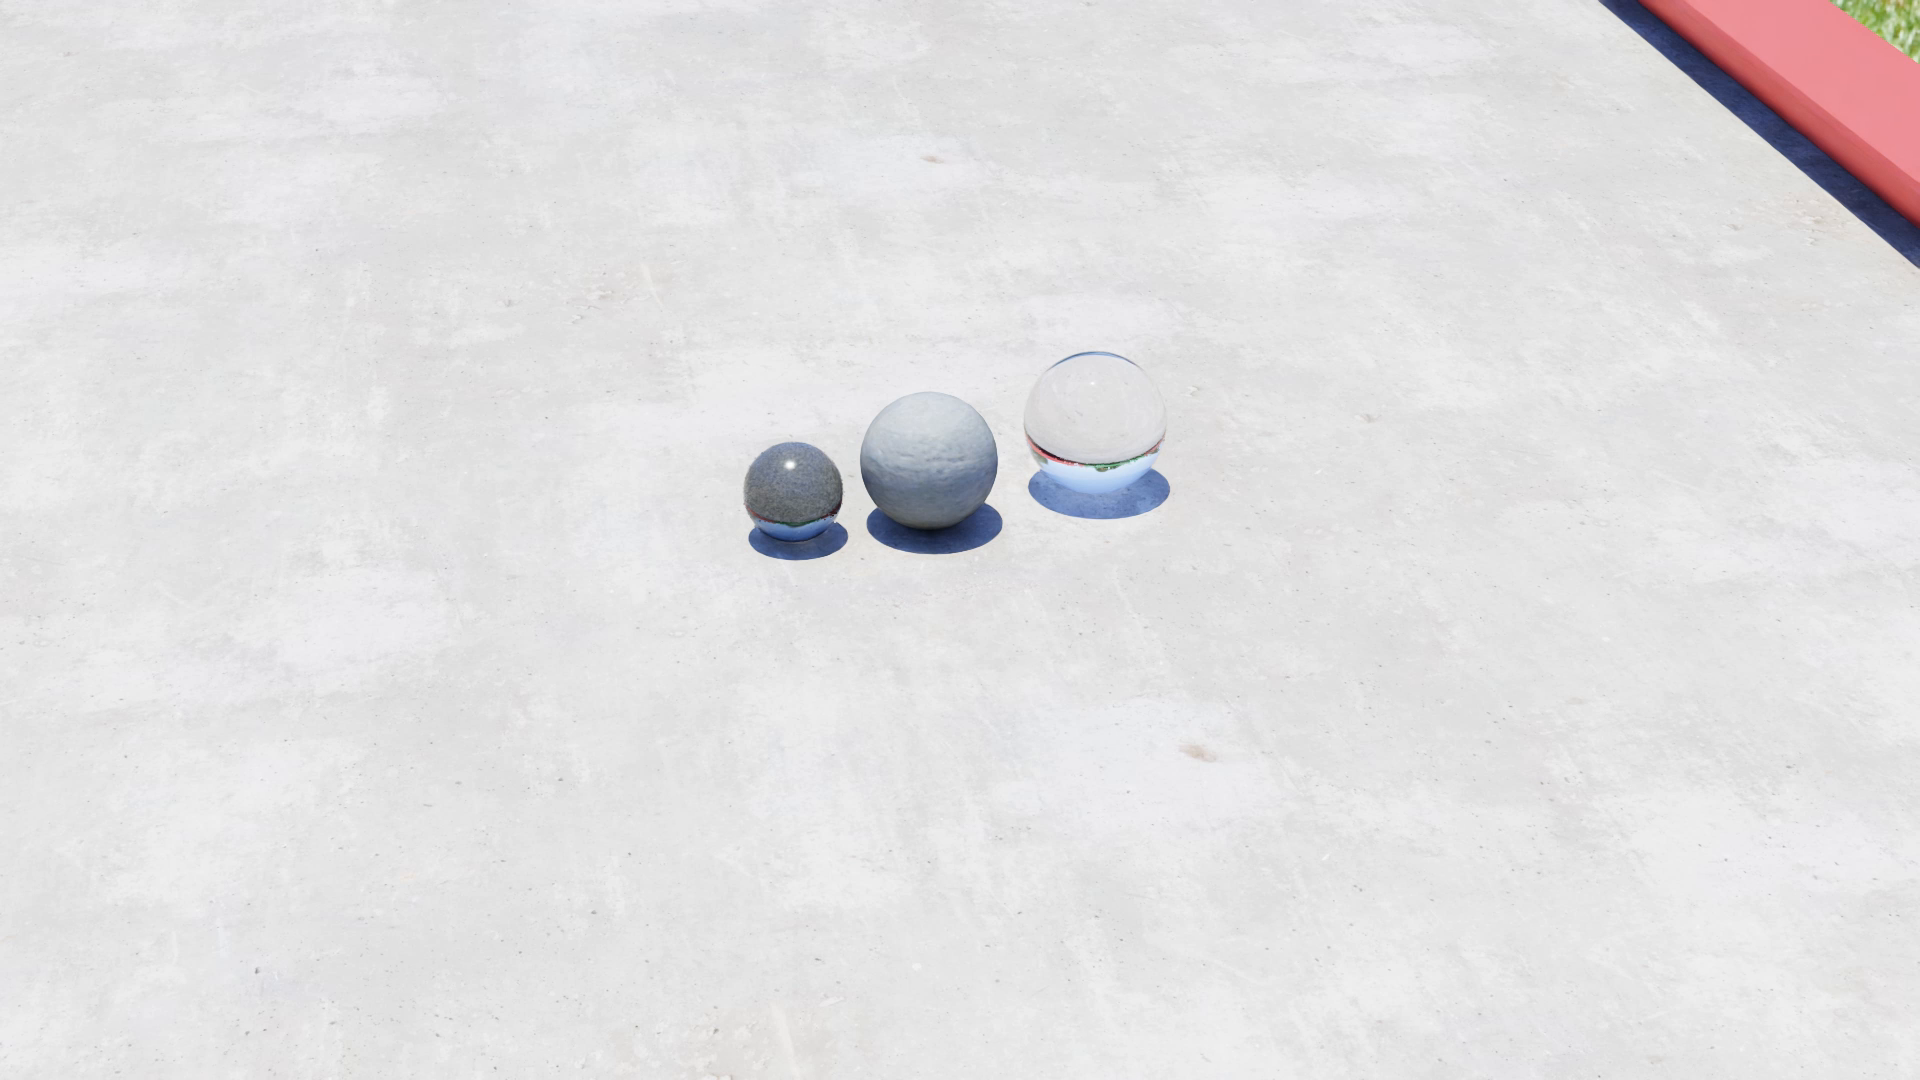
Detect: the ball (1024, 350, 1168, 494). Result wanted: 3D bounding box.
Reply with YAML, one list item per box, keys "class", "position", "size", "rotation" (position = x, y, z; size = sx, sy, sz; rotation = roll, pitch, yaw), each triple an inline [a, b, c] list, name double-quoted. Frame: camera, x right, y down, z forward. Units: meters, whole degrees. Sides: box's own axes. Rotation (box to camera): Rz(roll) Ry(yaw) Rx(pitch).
- class: "ball"
  position: [0.091, -0.079, 1.972]
  size: [0.097, 0.097, 0.097]
  rotation: [0, 27, 0]

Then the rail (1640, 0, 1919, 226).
- class: "rail"
  position: [0.716, -0.455, 2.665]
  size: [0.045, 0.125, 3.281]
  rotation: [-4, 28, -8]

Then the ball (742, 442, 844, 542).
- class: "ball"
  position: [-0.108, -0.031, 1.914]
  size: [0.066, 0.066, 0.066]
  rotation: [0, 27, 0]

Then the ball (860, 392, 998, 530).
- class: "ball"
  position: [-0.020, -0.052, 1.926]
  size: [0.091, 0.091, 0.091]
  rotation: [0, 27, 0]
